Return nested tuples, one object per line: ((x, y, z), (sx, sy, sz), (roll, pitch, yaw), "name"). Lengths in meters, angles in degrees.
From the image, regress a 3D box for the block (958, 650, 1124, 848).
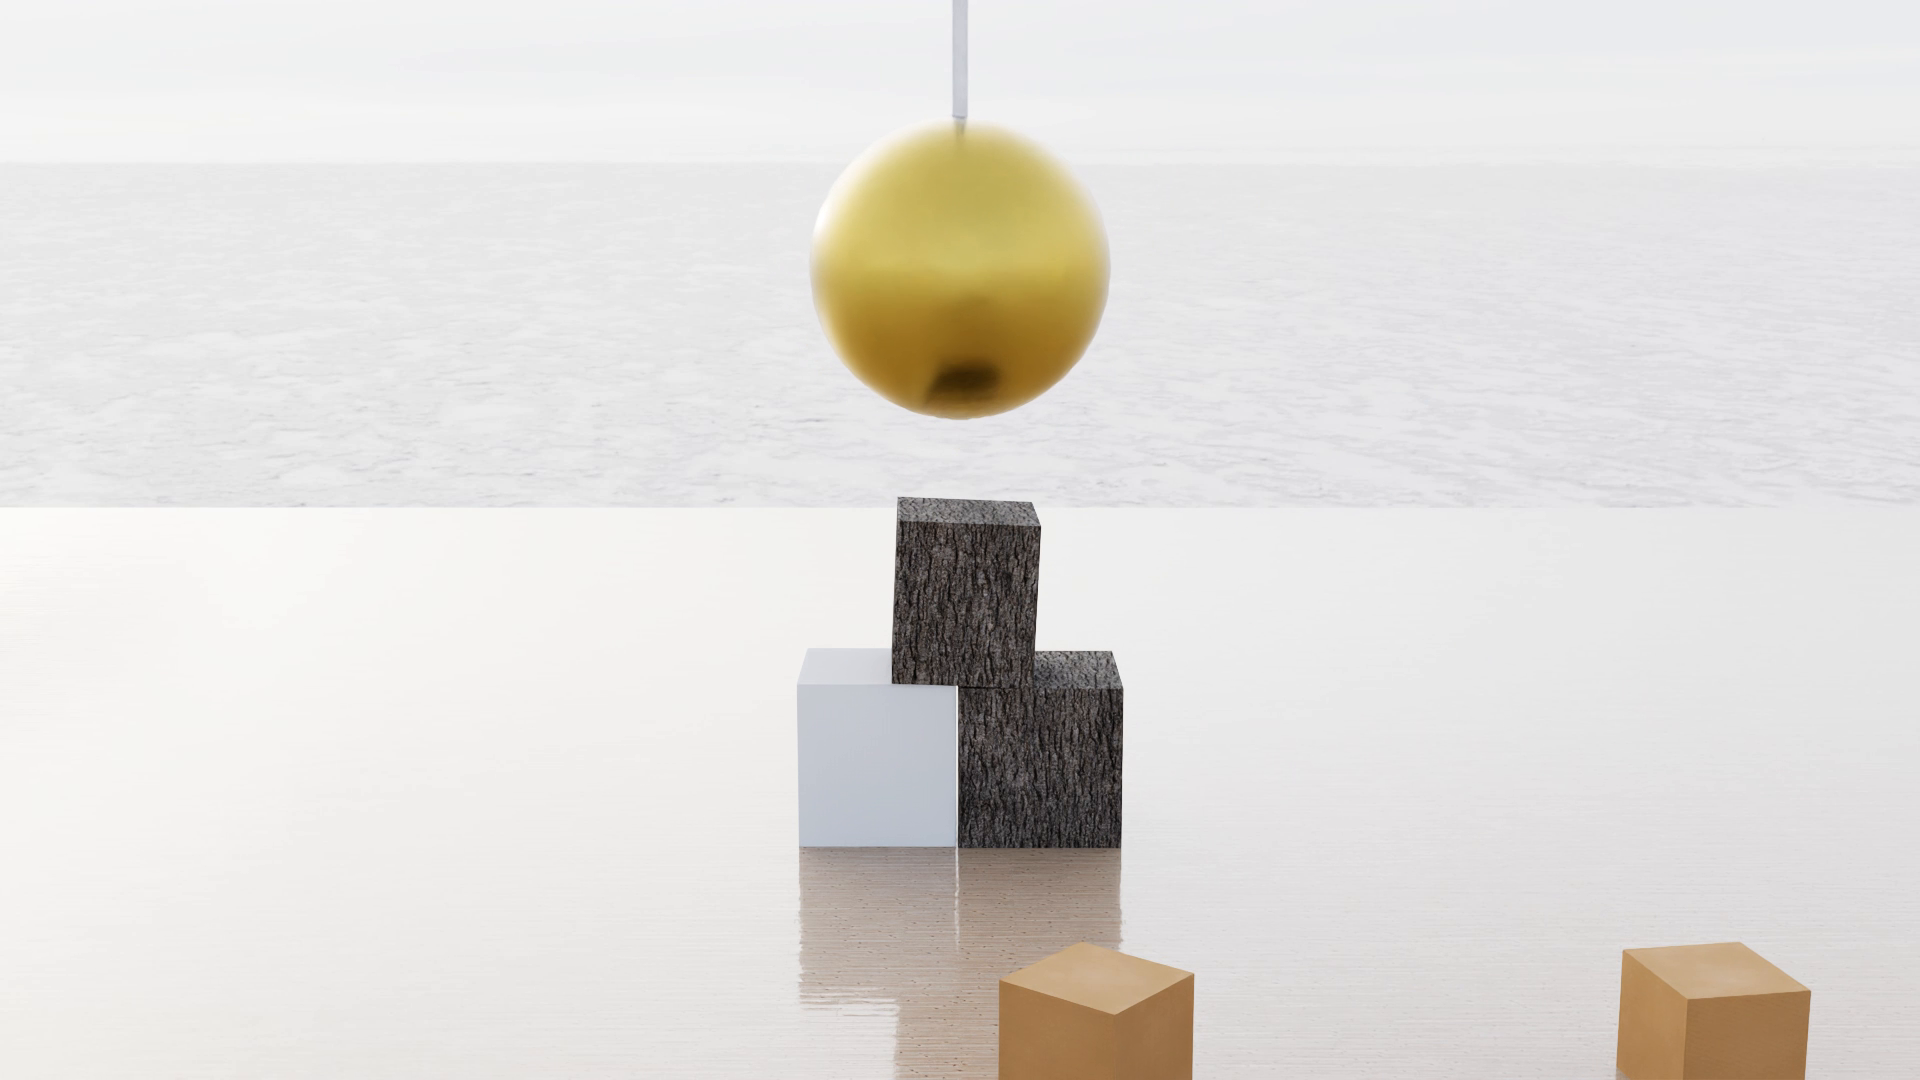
((0.400, 1.069, 11.385), (0.823, 0.824, 0.833), (0, 10, 0), "block")

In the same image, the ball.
((0.000, -1.436, 11.630), (1.600, 1.600, 1.600), (0, 10, 0), "ball")

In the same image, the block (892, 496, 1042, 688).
((0.018, 0.255, 11.182), (0.704, 0.818, 0.740), (2, 10, -2), "block")

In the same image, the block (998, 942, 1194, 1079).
((0.499, 1.837, 8.044), (0.513, 0.507, 0.503), (8, 13, 39), "block")

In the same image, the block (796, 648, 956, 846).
((-0.416, 1.059, 11.389), (0.791, 0.841, 0.793), (0, 10, 0), "block")

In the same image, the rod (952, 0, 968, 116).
((0.000, -4.688, 10.636), (0.080, 5.200, 0.080), (0, 17, 0), "rod")

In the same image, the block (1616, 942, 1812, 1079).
((2.800, 1.826, 8.201), (0.481, 0.473, 0.502), (-2, 10, -10), "block")
